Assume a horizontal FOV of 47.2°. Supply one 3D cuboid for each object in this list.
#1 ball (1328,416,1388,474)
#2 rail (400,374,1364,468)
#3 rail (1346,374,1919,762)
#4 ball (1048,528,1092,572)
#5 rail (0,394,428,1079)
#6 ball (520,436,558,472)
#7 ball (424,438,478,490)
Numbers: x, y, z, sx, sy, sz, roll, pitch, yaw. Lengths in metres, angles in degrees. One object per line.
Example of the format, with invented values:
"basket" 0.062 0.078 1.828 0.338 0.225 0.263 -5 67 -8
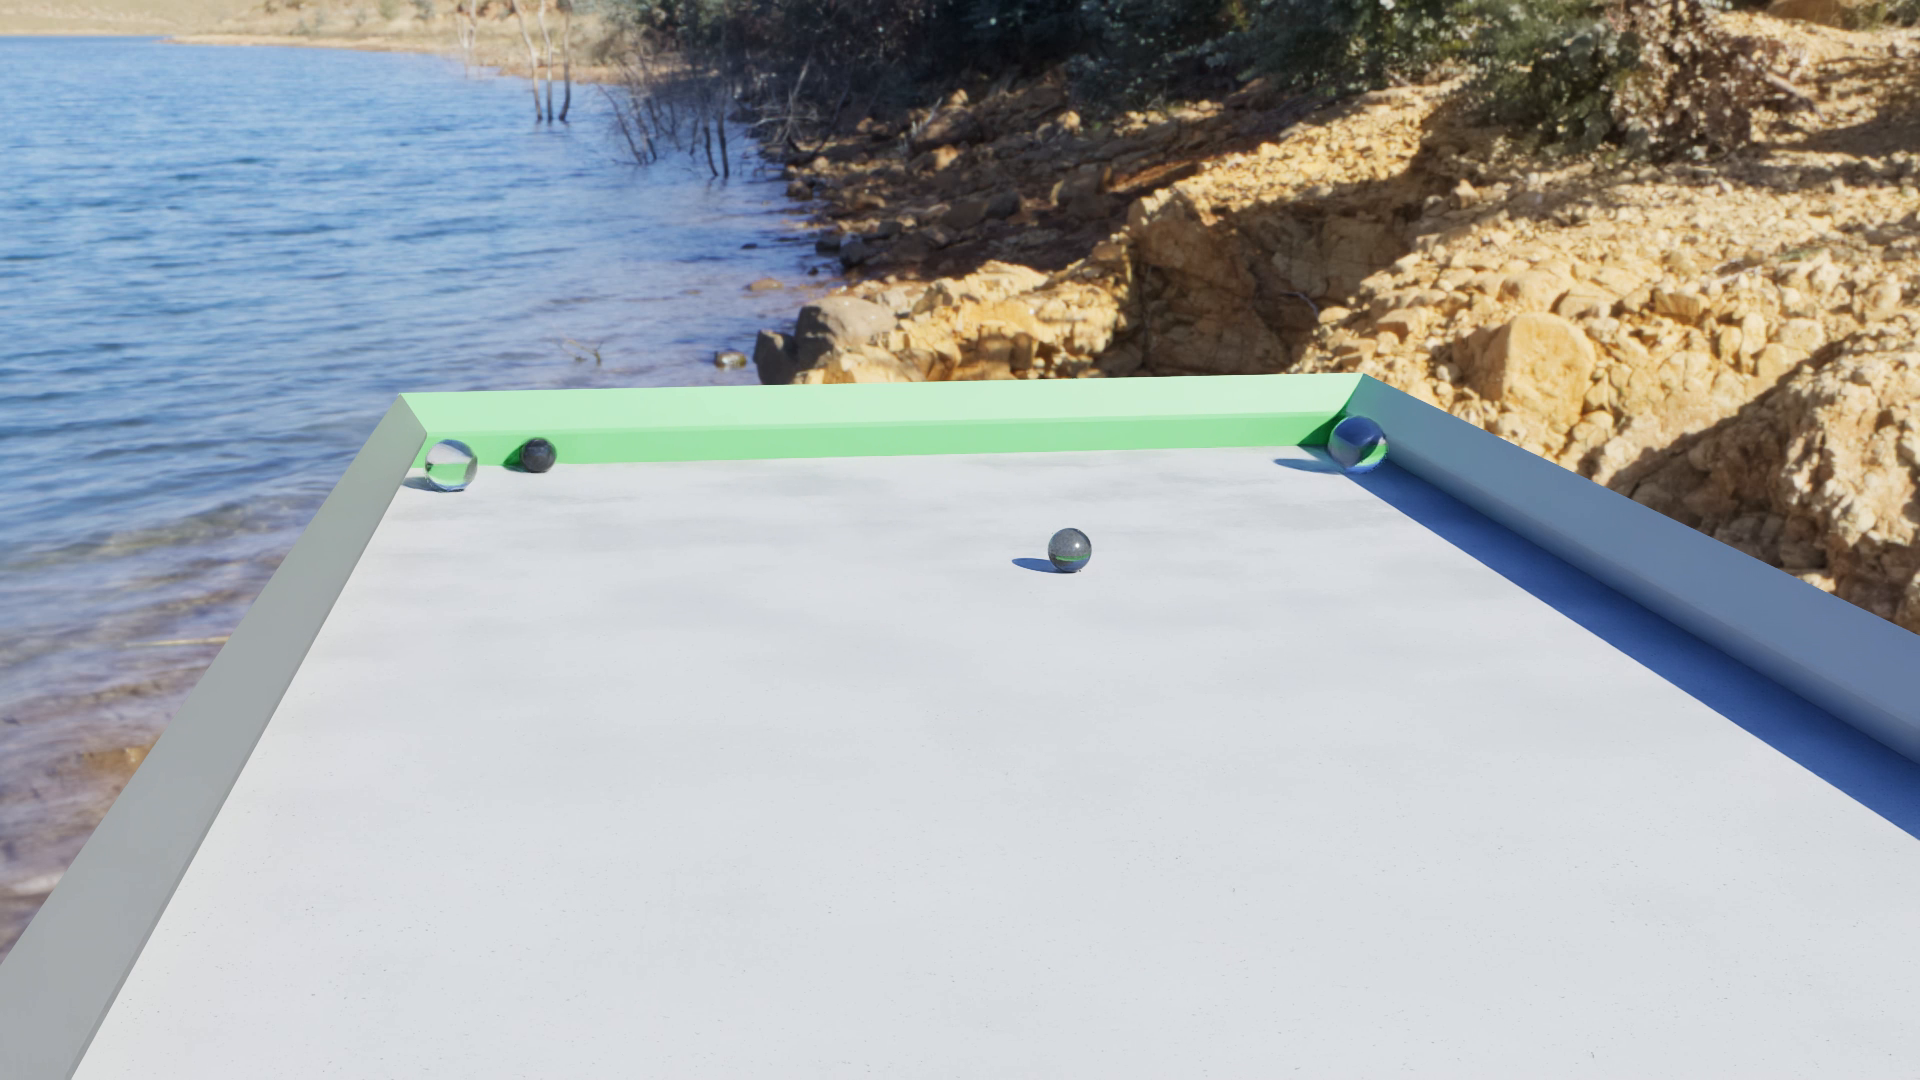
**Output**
"ball" 0.636 -0.152 3.516 0.093 0.093 0.093 0 13 0
"rail" -0.103 -0.196 3.642 1.611 0.121 0.045 -2 13 -8
"rail" 0.881 0.122 2.255 0.045 0.121 3.136 -2 13 -8
"ball" 0.144 0.013 2.874 0.058 0.058 0.058 0 13 0
"rail" -0.668 0.169 2.048 0.045 0.121 3.136 -2 13 -8
"ball" -0.676 -0.137 3.530 0.058 0.058 0.058 0 13 0
"ball" -0.783 -0.116 3.386 0.080 0.080 0.080 0 13 0
